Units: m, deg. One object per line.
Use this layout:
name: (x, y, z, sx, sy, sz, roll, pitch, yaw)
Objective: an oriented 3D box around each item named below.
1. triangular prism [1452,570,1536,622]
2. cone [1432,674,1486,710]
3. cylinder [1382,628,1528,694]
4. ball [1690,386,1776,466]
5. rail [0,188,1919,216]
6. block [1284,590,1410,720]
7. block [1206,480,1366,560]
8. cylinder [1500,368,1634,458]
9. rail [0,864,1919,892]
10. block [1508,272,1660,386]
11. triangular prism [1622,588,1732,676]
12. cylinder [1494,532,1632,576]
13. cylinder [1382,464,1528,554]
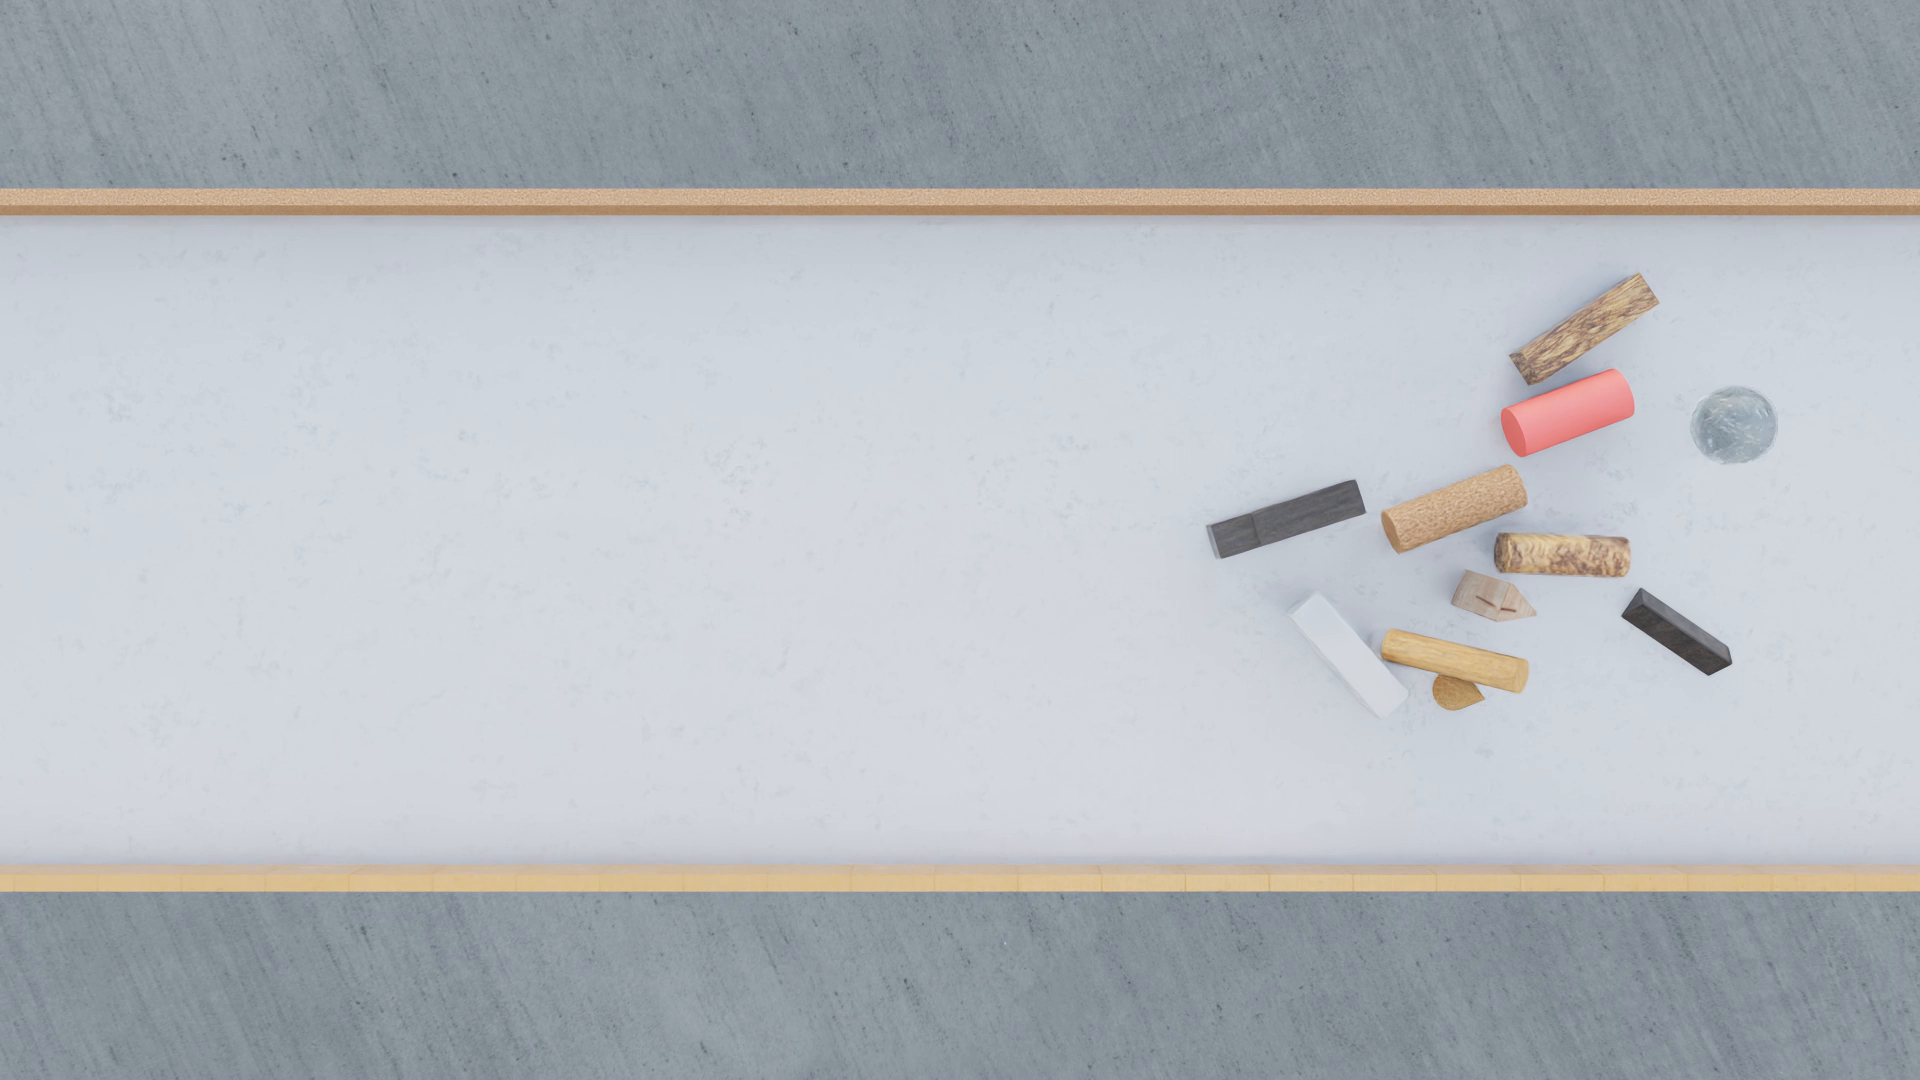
triangular prism: (1.563, 0.156, 4.865, 0.116, 0.417, 0.100, -10, 95, 0)
cone: (1.519, 0.461, 4.922, 0.129, 0.309, 0.129, 0, 90, 0)
cylinder: (1.469, 0.357, 4.908, 0.415, 0.102, 0.102, 14, 90, 38)
ball: (2.324, -0.343, 4.959, 0.236, 0.236, 0.236, 0, 90, 0)
rail: (-2.247, -1.025, 5.002, 12.000, 0.150, 0.050, 0, 90, 0)
block: (1.175, 0.348, 5.020, 0.114, 0.114, 0.418, -41, 90, 0)
block: (0.990, -0.062, 5.023, 0.460, 0.108, 0.108, -18, 90, 0)
cylinder: (1.839, -0.385, 4.997, 0.347, 0.159, 0.159, -20, 90, 0)
rail: (-2.247, 1.025, 5.001, 12.000, 0.150, 0.050, 0, 90, 0)
block: (1.898, -0.641, 5.020, 0.429, 0.113, 0.113, -34, 90, 0)
triangular prism: (2.198, 0.283, 5.028, 0.325, 0.093, 0.107, 34, 90, 0)
cylinder: (1.830, 0.043, 5.015, 0.372, 0.123, 0.123, 2, 90, 0)
cylinder: (1.499, -0.093, 5.007, 0.405, 0.138, 0.138, -20, 90, 0)
